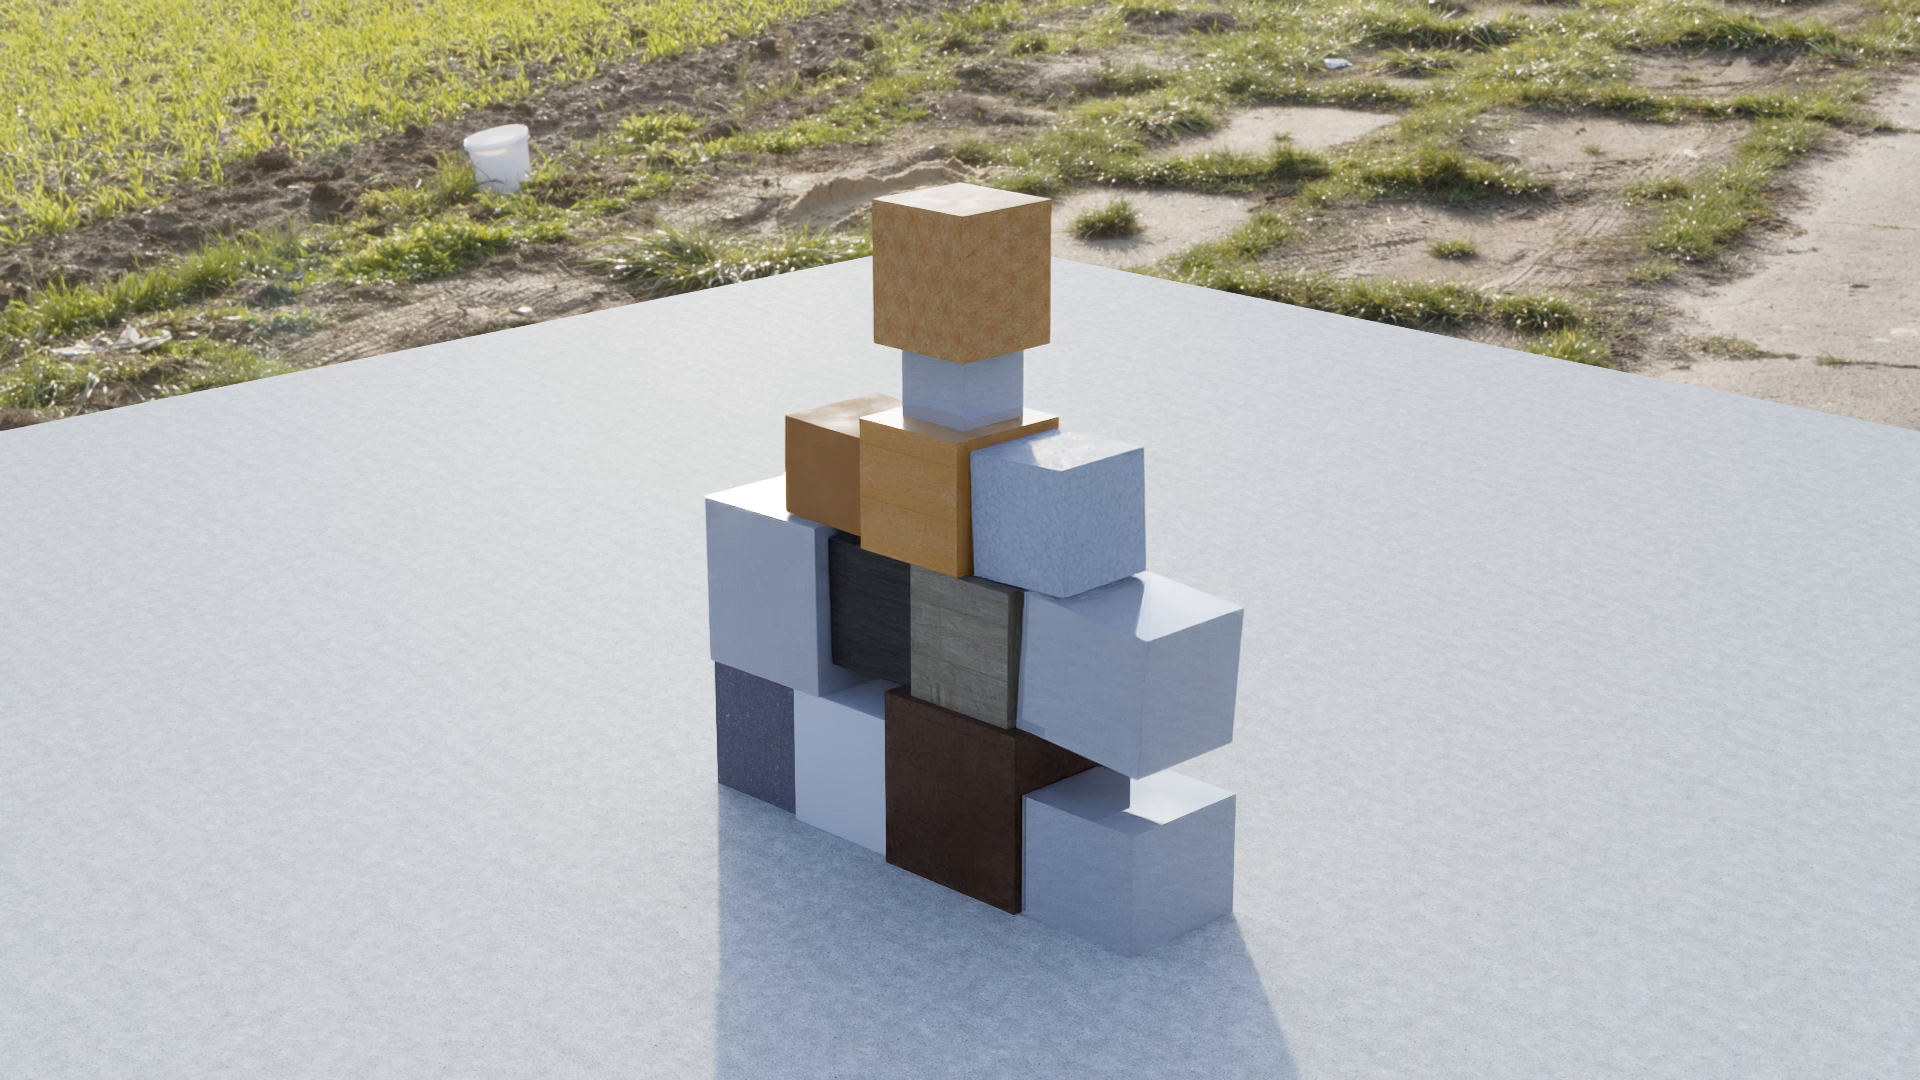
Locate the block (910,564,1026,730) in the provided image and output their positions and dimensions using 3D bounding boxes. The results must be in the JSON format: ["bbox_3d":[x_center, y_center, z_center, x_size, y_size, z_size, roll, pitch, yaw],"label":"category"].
[{"bbox_3d":[0.226,0.401,13.217,0.658,0.626,0.607,-17,24,-42],"label":"block"}]

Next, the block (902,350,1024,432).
[{"bbox_3d":[0.012,-0.720,13.131,0.375,0.334,0.394,-17,24,-42],"label":"block"}]

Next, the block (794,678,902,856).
[{"bbox_3d":[-0.318,1.018,13.982,0.663,0.674,0.666,-17,24,-42],"label":"block"}]

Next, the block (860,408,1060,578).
[{"bbox_3d":[-0.003,-0.258,13.246,0.651,0.615,0.618,-17,24,-42],"label":"block"}]

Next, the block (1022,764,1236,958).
[{"bbox_3d":[0.745,1.389,12.981,0.682,0.565,0.651,-17,24,-42],"label":"block"}]

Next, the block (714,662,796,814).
[{"bbox_3d":[-0.775,0.883,14.419,0.595,0.667,0.607,-17,24,-42],"label":"block"}]

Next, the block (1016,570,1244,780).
[{"bbox_3d":[0.736,0.556,12.772,0.623,0.637,0.717,-17,28,-42],"label":"block"}]

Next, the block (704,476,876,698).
[{"bbox_3d":[-0.701,0.193,14.115,0.683,0.825,0.779,-17,23,-42],"label":"block"}]

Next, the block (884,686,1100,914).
[{"bbox_3d":[0.219,1.098,13.448,0.764,0.842,0.827,-17,24,-42],"label":"block"}]

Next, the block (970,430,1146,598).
[{"bbox_3d":[0.432,-0.124,12.859,0.533,0.563,0.543,-17,22,-42],"label":"block"}]

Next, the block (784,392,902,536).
[{"bbox_3d":[-0.410,-0.354,13.687,0.590,0.467,0.560,-17,25,-42],"label":"block"}]

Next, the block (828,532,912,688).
[{"bbox_3d":[-0.191,0.276,13.655,0.587,0.614,0.585,-17,22,-42],"label":"block"}]

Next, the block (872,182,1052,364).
[{"bbox_3d":[0.007,-1.188,12.981,0.549,0.651,0.567,-17,24,-42],"label":"block"}]
